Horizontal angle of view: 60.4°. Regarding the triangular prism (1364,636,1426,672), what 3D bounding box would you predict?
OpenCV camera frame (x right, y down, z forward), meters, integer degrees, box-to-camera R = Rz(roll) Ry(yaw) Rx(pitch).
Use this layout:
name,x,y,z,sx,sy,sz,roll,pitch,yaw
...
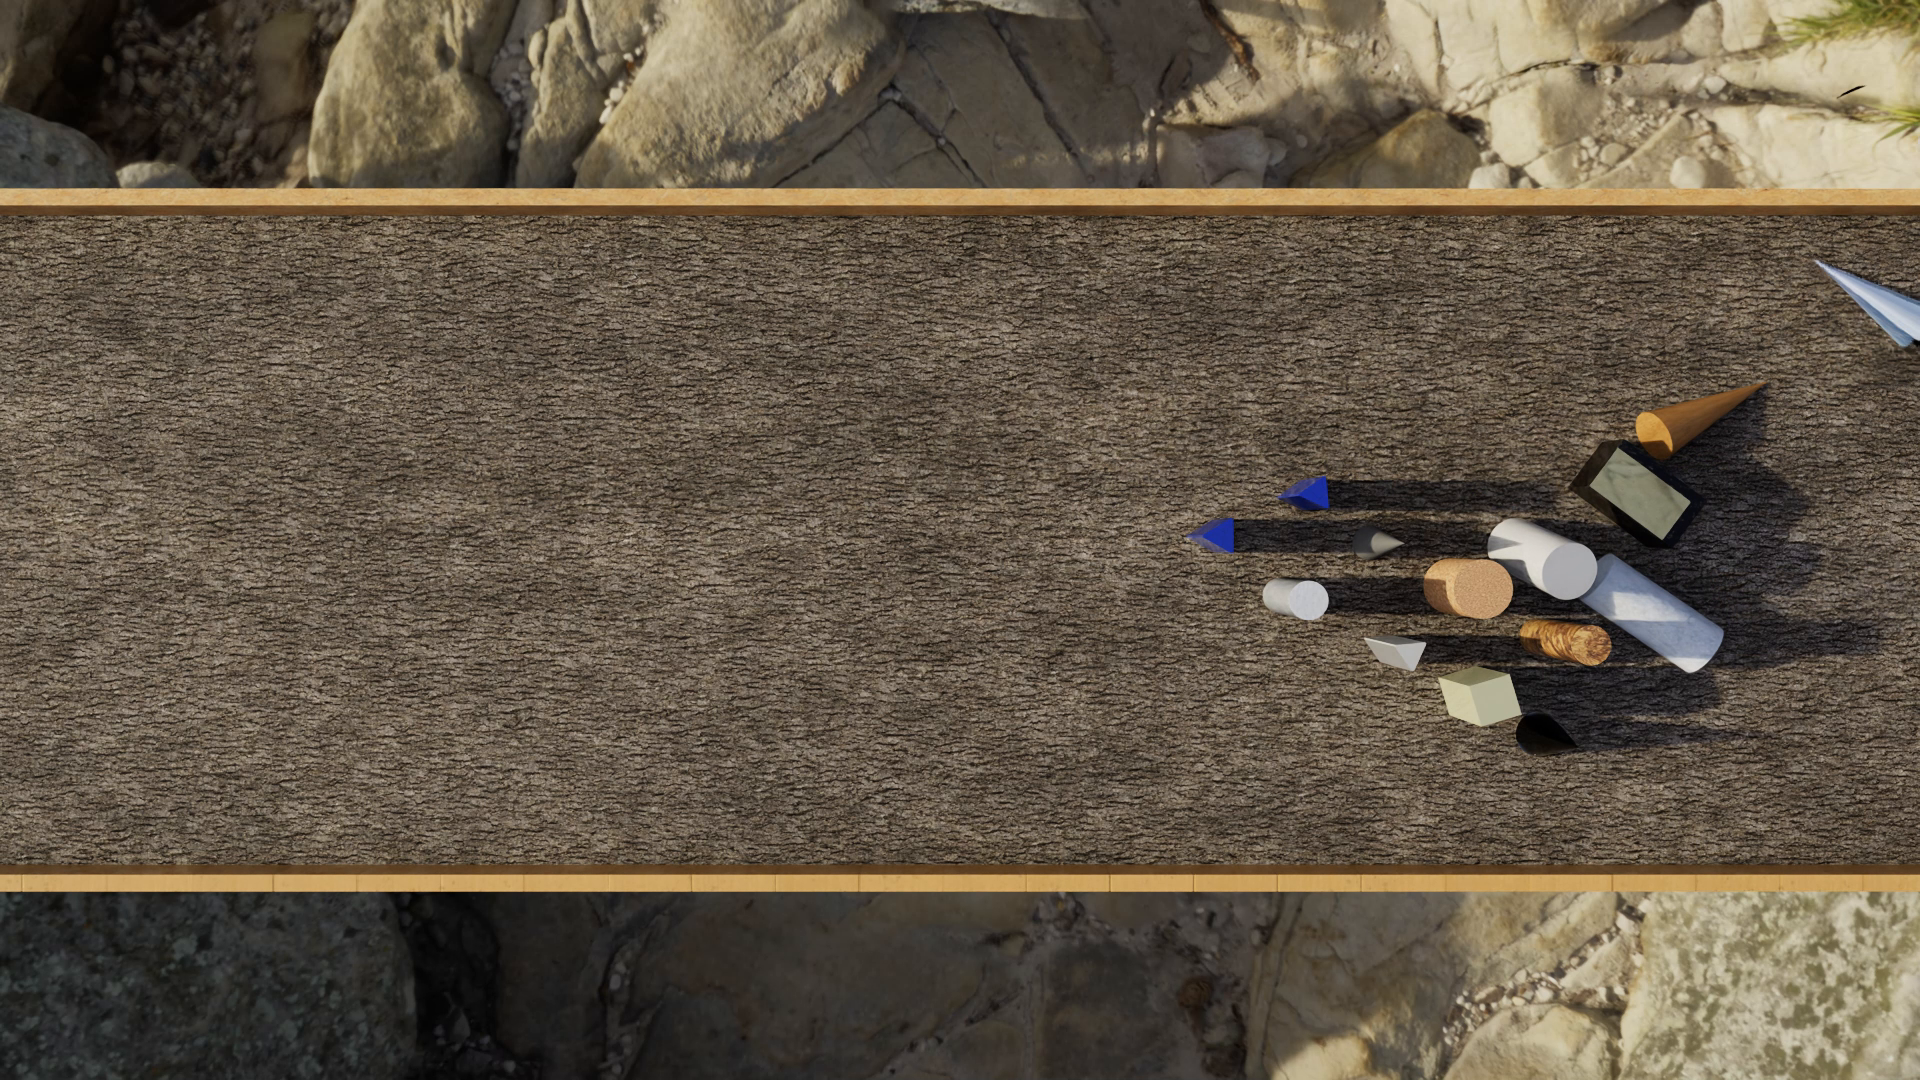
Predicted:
name,x,y,z,sx,sy,sz,roll,pitch,yaw
triangular prism,1.301,0.317,4.896,0.077,0.360,0.089,-35,90,0

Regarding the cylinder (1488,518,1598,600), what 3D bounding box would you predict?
name,x,y,z,sx,sy,sz,roll,pitch,yaw
cylinder,1.720,0.052,4.886,0.168,0.350,0.168,-2,103,-8

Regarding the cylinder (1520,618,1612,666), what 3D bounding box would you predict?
name,x,y,z,sx,sy,sz,roll,pitch,yaw
cylinder,1.778,0.297,4.861,0.113,0.431,0.113,0,90,0

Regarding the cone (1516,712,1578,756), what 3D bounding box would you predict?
name,x,y,z,sx,sy,sz,roll,pitch,yaw
cone,1.781,0.597,4.909,0.140,0.334,0.140,0,90,0

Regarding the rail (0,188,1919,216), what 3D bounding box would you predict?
name,x,y,z,sx,sy,sz,roll,pitch,yaw
rail,-2.247,-1.025,5.002,12.000,0.150,0.050,0,90,0

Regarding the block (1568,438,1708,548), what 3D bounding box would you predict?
name,x,y,z,sx,sy,sz,roll,pitch,yaw
block,2.046,-0.139,4.989,0.309,0.175,0.175,37,90,0

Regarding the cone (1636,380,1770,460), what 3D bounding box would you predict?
name,x,y,z,sx,sy,sz,roll,pitch,yaw
cone,2.297,-0.403,5.037,0.434,0.157,0.157,-24,90,-10

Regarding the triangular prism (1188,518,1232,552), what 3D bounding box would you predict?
name,x,y,z,sx,sy,sz,roll,pitch,yaw
triangular prism,0.761,-0.024,4.905,0.099,0.343,0.086,29,90,0

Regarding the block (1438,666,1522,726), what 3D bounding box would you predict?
name,x,y,z,sx,sy,sz,roll,pitch,yaw
block,1.547,0.463,4.921,0.122,0.311,0.122,-17,90,0

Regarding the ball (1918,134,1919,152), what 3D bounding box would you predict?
name,x,y,z,sx,sy,sz,roll,pitch,yaw
ball,5.919,-2.401,9.902,0.300,0.300,0.300,0,90,0

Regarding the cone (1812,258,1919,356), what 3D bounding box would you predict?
name,x,y,z,sx,sy,sz,roll,pitch,yaw
cone,2.778,-0.746,5.037,0.405,0.159,0.159,38,90,11

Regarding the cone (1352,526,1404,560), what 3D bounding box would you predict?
name,x,y,z,sx,sy,sz,roll,pitch,yaw
cone,1.260,0.009,4.873,0.105,0.406,0.105,0,90,0

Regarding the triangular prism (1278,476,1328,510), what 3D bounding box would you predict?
name,x,y,z,sx,sy,sz,roll,pitch,yaw
triangular prism,1.034,-0.147,4.910,0.092,0.333,0.080,25,90,0

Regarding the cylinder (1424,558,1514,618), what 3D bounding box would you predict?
name,x,y,z,sx,sy,sz,roll,pitch,yaw
cylinder,1.512,0.142,4.920,0.172,0.313,0.172,0,90,0

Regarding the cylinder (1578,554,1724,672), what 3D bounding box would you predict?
name,x,y,z,sx,sy,sz,roll,pitch,yaw
cylinder,2.087,0.221,4.993,0.397,0.168,0.168,34,90,0

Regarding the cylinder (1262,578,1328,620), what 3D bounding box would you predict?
name,x,y,z,sx,sy,sz,roll,pitch,yaw
cylinder,0.988,0.171,4.873,0.112,0.407,0.112,0,90,0

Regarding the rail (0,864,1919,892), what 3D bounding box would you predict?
name,x,y,z,sx,sy,sz,roll,pitch,yaw
rail,-2.247,1.025,5.001,12.000,0.150,0.050,0,90,0
